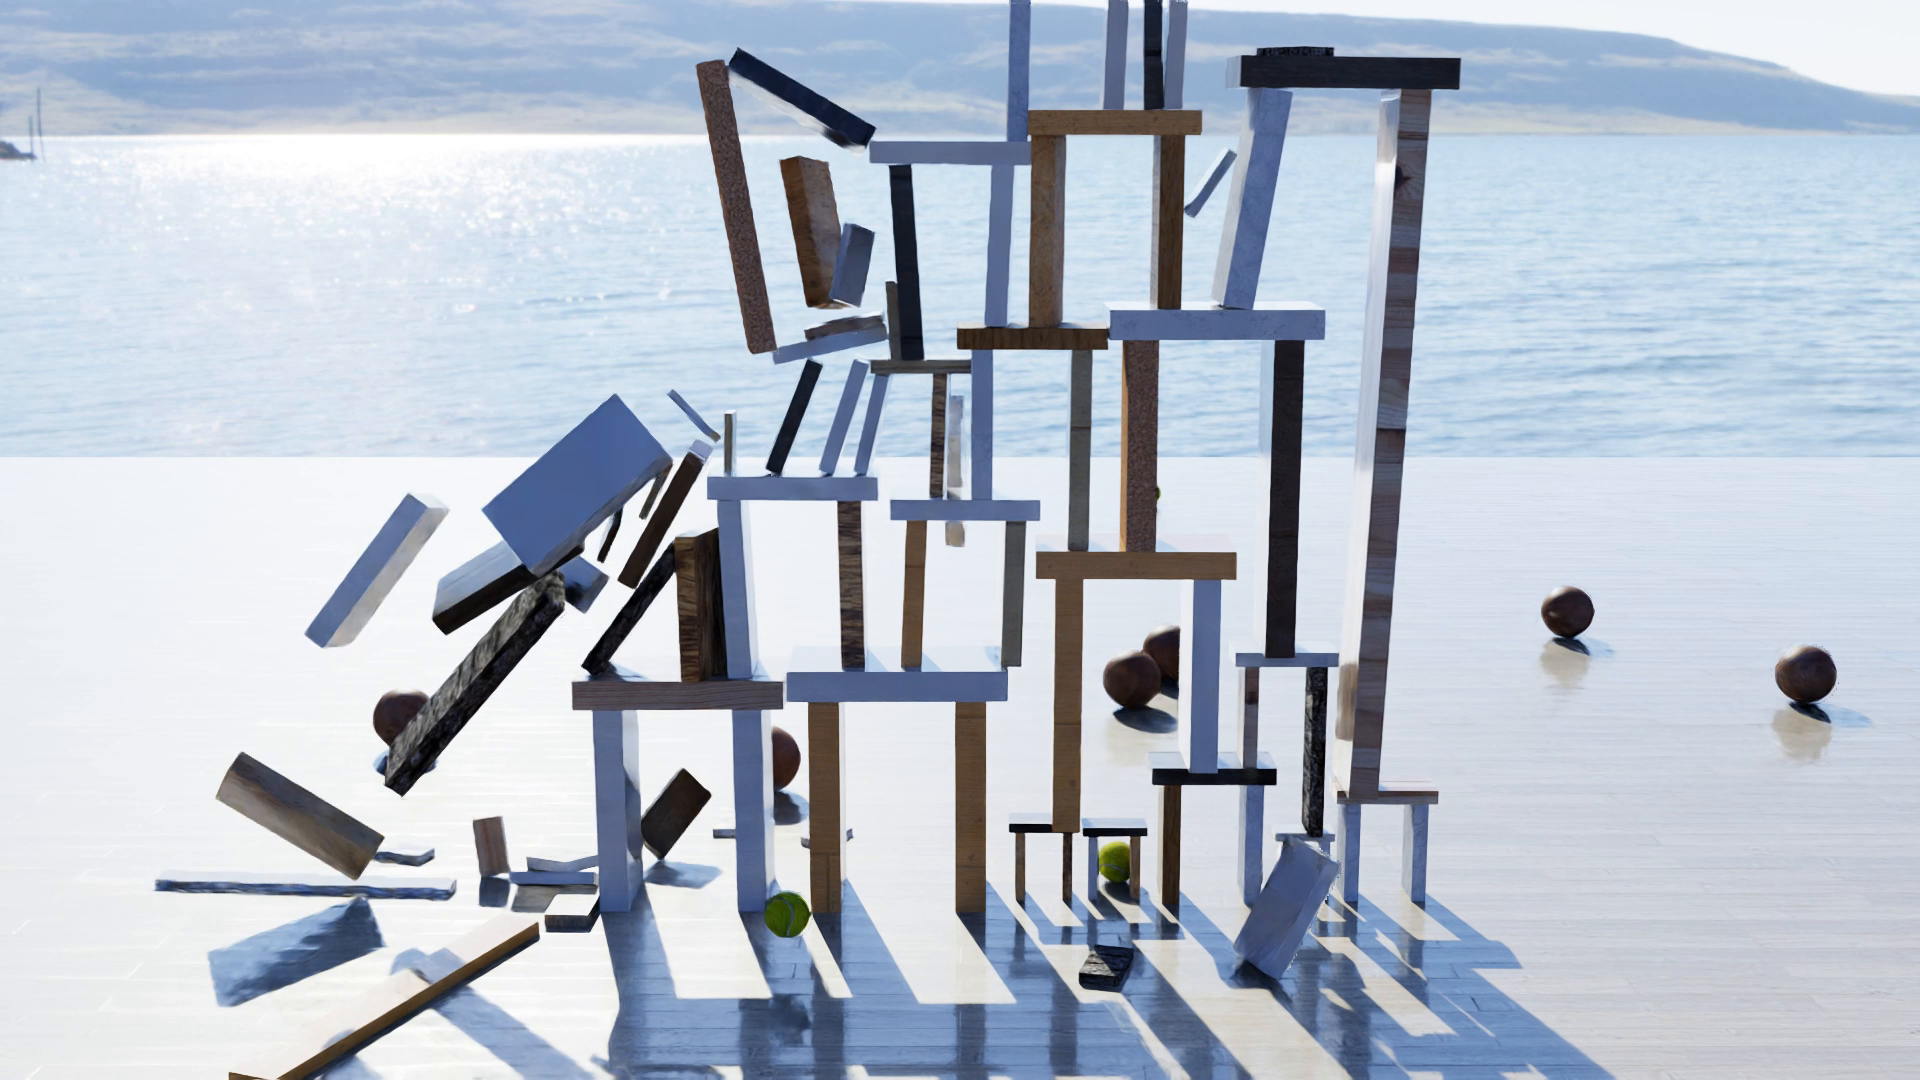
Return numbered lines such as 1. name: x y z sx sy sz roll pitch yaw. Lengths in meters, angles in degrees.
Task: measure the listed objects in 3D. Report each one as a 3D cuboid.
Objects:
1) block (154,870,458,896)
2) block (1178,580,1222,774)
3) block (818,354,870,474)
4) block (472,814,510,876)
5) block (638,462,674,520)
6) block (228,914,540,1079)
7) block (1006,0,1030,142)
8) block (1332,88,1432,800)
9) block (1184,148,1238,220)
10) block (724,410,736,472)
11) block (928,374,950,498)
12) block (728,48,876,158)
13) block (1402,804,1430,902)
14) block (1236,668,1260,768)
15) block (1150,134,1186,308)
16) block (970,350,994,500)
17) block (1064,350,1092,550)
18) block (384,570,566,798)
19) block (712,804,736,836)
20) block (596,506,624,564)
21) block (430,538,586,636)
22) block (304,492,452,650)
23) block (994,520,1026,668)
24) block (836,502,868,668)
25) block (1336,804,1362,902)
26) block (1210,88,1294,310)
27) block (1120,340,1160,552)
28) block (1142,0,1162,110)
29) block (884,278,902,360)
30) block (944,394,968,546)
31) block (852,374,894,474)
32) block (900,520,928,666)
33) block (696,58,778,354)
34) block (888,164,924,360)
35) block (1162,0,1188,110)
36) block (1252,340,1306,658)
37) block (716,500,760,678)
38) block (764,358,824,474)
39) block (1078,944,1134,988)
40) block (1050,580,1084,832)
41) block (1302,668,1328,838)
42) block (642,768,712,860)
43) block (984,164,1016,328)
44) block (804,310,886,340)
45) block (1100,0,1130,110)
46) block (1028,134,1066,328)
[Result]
1. block: -1.100 0.577 3.698 0.506 0.014 0.049 1 11 5
2. block: 0.391 0.205 3.597 0.045 0.319 0.159 0 11 -1
3. block: -0.183 -0.202 3.520 0.026 0.185 0.093 18 10 -2
4. block: -0.799 0.521 3.749 0.050 0.099 0.014 -8 1 4
5. block: -0.485 -0.079 3.512 0.014 0.097 0.049 27 42 -5
6. block: -0.820 0.665 3.207 0.074 0.021 0.643 4 11 21
7. block: 0.092 -0.761 3.437 0.032 0.274 0.112 1 10 0
8. block: 0.672 -0.148 3.526 0.047 1.123 0.167 2 11 0
9. block: 0.390 -0.559 3.449 0.017 0.119 0.059 33 9 -9
10. block: -0.369 -0.160 3.532 0.013 0.094 0.047 2 11 2
11. block: -0.032 -0.172 3.525 0.023 0.196 0.080 3 11 4
12. block: -0.249 -0.682 3.442 0.244 0.035 0.122 29 -2 -6
13. block: 0.757 0.507 3.658 0.024 0.167 0.083 0 11 0
14. block: 0.472 0.280 3.608 0.024 0.167 0.084 0 11 0
15. block: 0.327 -0.503 3.468 0.038 0.266 0.133 0 11 0
16. block: 0.035 -0.192 3.521 0.034 0.238 0.119 0 11 0
17. block: 0.190 -0.152 3.529 0.034 0.318 0.119 1 11 0
18. block: -0.796 0.229 3.610 0.038 0.427 0.135 37 13 -22
19. block: -0.424 0.514 4.043 0.047 0.013 0.151 0 11 0
20. block: -0.569 -0.011 3.577 0.014 0.097 0.049 17 47 -15
21. block: -0.726 0.042 3.548 0.269 0.038 0.135 -31 27 8
22. block: -0.936 0.049 3.540 0.040 0.281 0.140 37 1 2
23. block: 0.082 0.076 3.573 0.034 0.239 0.119 1 11 -4
24. block: -0.174 0.060 3.570 0.038 0.271 0.135 -1 11 0
25. block: 0.646 0.507 3.658 0.024 0.166 0.083 0 11 0
26. block: 0.456 -0.537 3.454 0.047 0.335 0.167 9 10 -2
27. block: 0.287 -0.161 3.532 0.047 0.335 0.167 0 11 1
28. block: 0.298 -0.806 3.410 0.028 0.273 0.098 0 11 3
29. block: -0.106 -0.351 3.482 0.017 0.122 0.061 -4 10 -2
30. block: -0.009 -0.122 3.885 0.035 0.244 0.122 1 39 4
31. block: -0.138 -0.190 3.521 0.023 0.159 0.080 14 11 2
32. block: -0.075 0.076 3.571 0.034 0.238 0.119 2 10 -2
33. block: -0.349 -0.520 3.435 0.040 0.448 0.140 -11 12 -7
34. block: -0.086 -0.442 3.483 0.035 0.302 0.125 -4 10 -2
35. block: 0.333 -0.767 3.411 0.028 0.195 0.098 3 11 1
36. block: 0.513 -0.076 3.547 0.047 0.507 0.167 0 11 1
37. block: -0.360 0.067 3.573 0.038 0.288 0.135 -3 11 0
38. block: -0.264 -0.199 3.493 0.026 0.185 0.093 21 6 -7
39. block: 0.222 0.644 3.331 0.059 0.017 0.119 3 11 16
40. block: 0.175 0.254 3.610 0.045 0.419 0.159 0 11 1
41. block: 0.583 0.339 3.617 0.024 0.287 0.084 0 11 1
42. block: -0.507 0.480 3.861 0.021 0.074 0.149 -24 24 54
43. block: 0.064 -0.467 3.477 0.035 0.249 0.125 3 10 3
44. block: -0.183 -0.343 3.503 0.122 0.017 0.061 -10 12 9
45. block: 0.240 -0.781 3.413 0.032 0.223 0.112 2 11 0
46. block: 0.139 -0.491 3.486 0.038 0.297 0.133 3 11 10
